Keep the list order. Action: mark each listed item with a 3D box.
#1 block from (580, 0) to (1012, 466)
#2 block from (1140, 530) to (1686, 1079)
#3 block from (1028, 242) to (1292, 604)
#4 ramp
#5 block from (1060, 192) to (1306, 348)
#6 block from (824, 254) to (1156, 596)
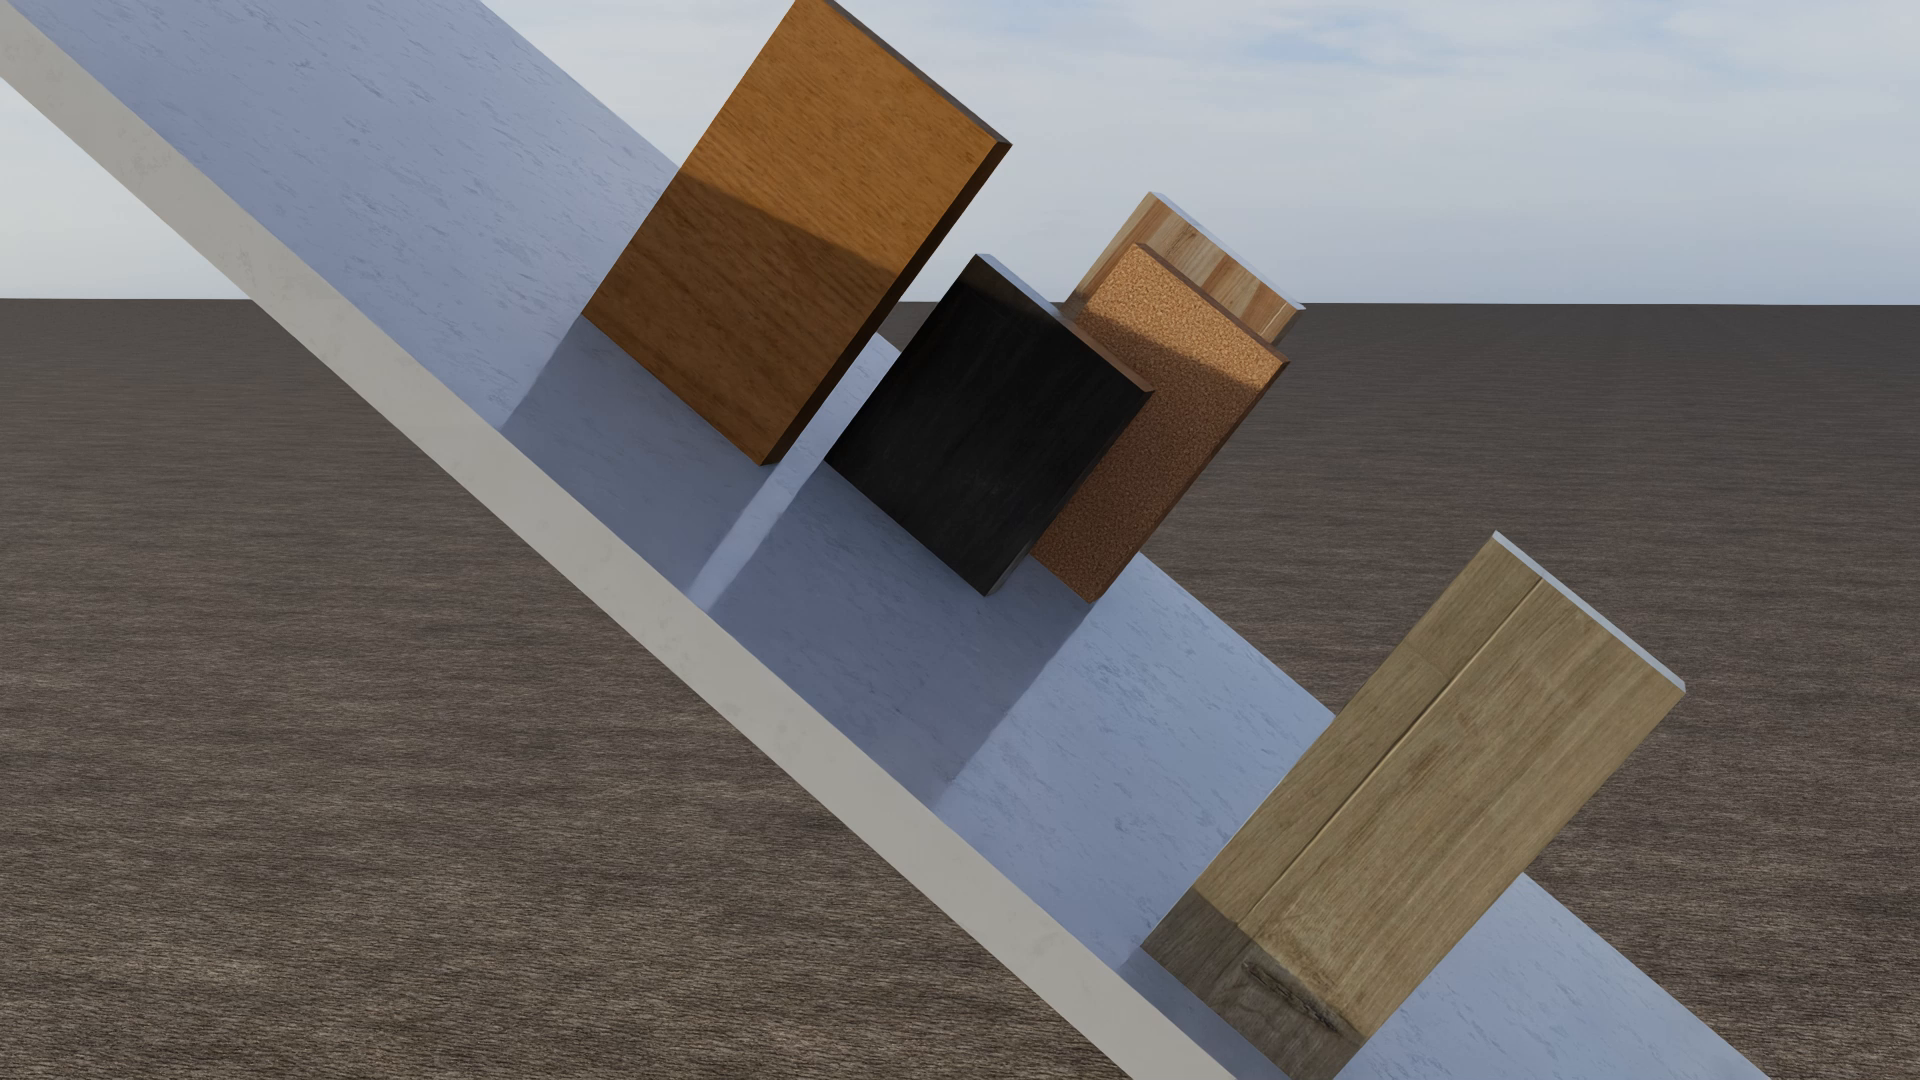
[{"bbox_3d":[-0.287,-0.529,3.761,0.423,0.689,0.096,40,16,9],"label":"block"},{"bbox_3d":[0.611,0.382,3.024,0.318,0.762,0.084,40,16,9],"label":"block"},{"bbox_3d":[0.312,-0.230,4.362,0.372,0.611,0.109,40,16,9],"label":"block"},{"bbox_3d":[-0.030,0.083,4.054,4.000,0.100,2.000,40,16,9],"label":"ramp"},{"bbox_3d":[0.355,-0.340,4.636,0.391,0.679,0.131,40,16,9],"label":"block"},{"bbox_3d":[0.050,-0.208,3.984,0.393,0.475,0.093,40,16,9],"label":"block"}]
